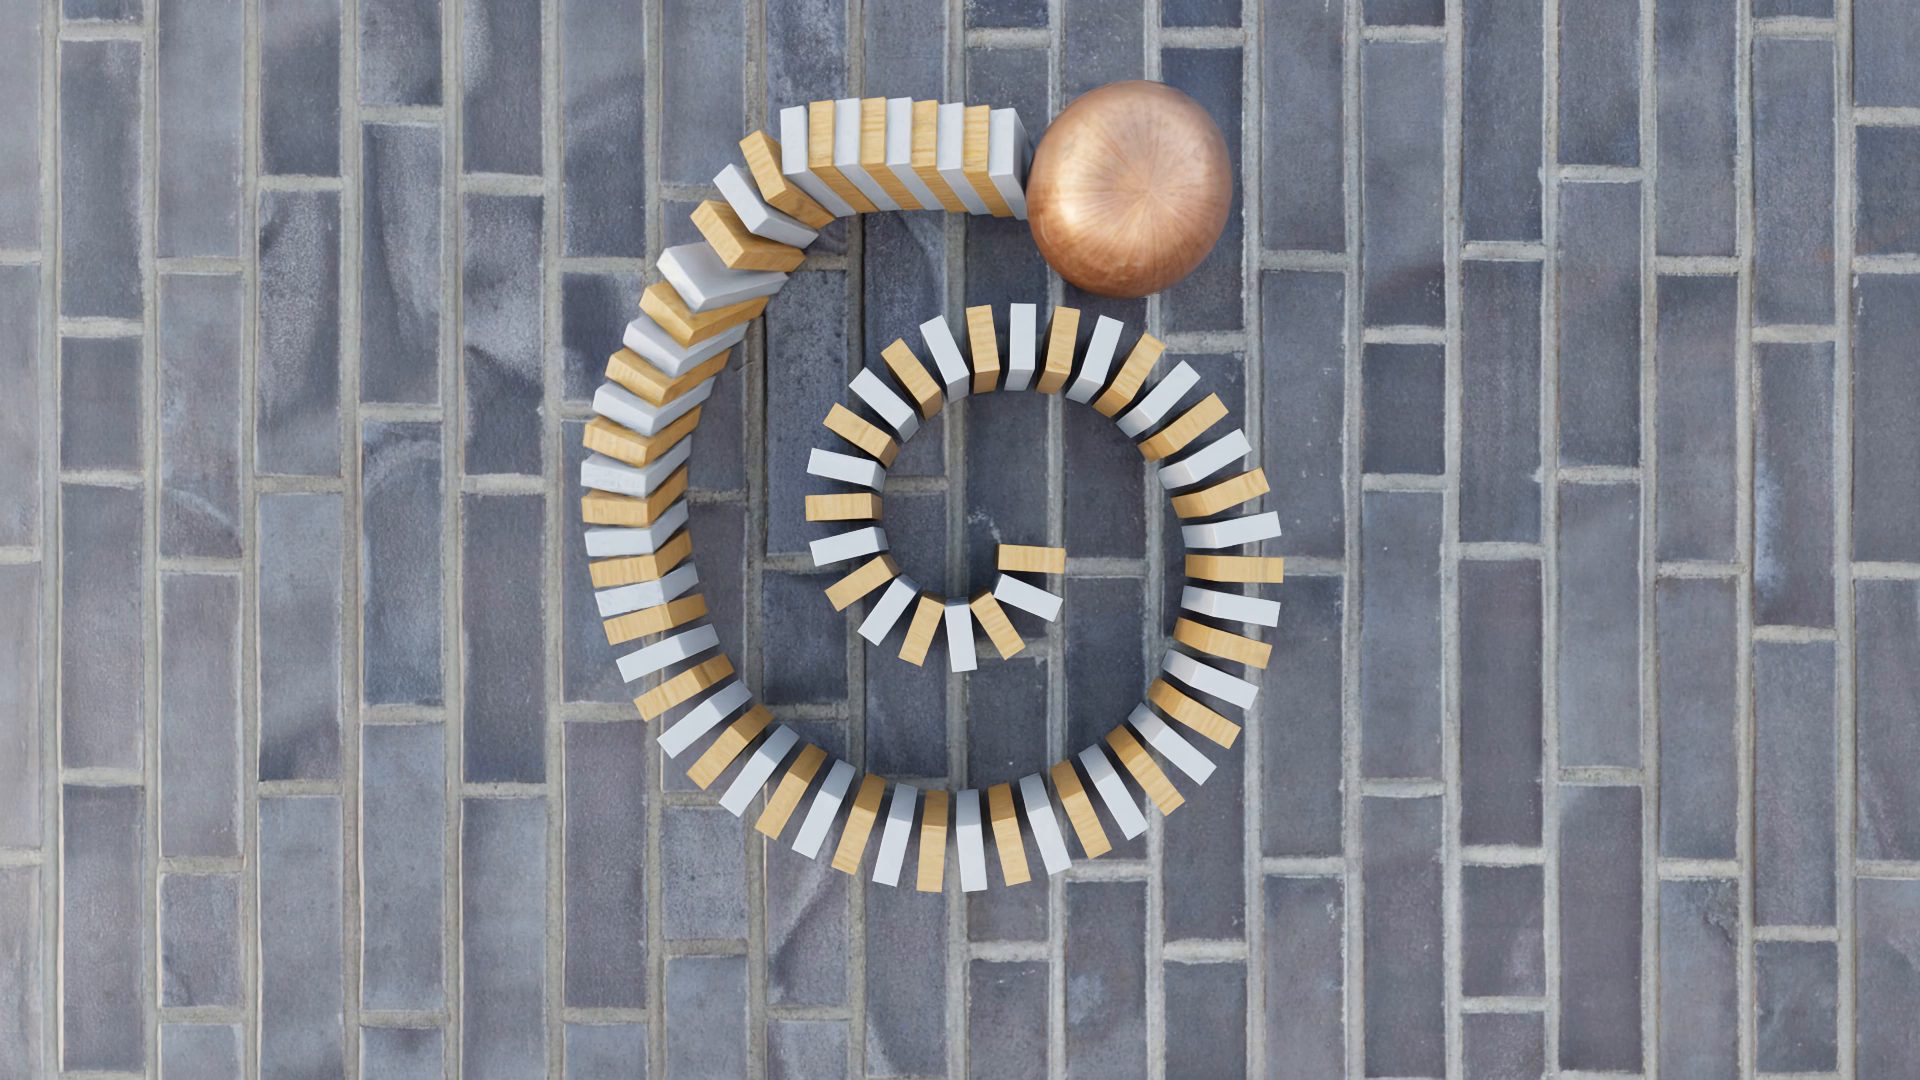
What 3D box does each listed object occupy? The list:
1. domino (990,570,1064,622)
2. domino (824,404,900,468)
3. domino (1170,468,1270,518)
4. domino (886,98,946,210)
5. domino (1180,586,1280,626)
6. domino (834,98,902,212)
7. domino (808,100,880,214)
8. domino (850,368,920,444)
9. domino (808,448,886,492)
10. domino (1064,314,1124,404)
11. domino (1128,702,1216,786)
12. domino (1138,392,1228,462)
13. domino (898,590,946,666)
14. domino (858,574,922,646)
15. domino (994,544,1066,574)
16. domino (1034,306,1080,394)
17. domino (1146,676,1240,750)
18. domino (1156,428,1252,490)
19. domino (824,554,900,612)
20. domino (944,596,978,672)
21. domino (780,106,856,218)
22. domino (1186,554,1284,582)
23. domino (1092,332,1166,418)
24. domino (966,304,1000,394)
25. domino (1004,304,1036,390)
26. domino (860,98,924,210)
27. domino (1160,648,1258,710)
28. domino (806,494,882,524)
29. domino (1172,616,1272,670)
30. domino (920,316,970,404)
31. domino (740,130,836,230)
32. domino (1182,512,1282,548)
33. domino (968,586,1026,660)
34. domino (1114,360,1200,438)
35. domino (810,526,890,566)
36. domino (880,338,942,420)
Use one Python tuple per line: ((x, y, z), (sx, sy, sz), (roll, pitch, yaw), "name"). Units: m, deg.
((0.026, 0.022, 0.375), (0.025, 0.050, 0.010), (23, 90, 0), "domino")
((-0.039, -0.042, 0.375), (0.025, 0.050, 0.009), (32, 90, 0), "domino")
((0.105, -0.019, 0.375), (0.025, 0.050, 0.009), (-22, 90, 0), "domino")
((-0.017, -0.156, 0.375), (0.010, 0.050, 0.025), (1, 90, 16), "domino")
((0.109, 0.027, 0.375), (0.025, 0.050, 0.009), (10, 90, 0), "domino")
((-0.036, -0.156, 0.375), (0.010, 0.050, 0.025), (1, 90, 16), "domino")
((-0.046, -0.155, 0.375), (0.010, 0.050, 0.025), (1, 90, 16), "domino")
((-0.030, -0.054, 0.375), (0.025, 0.050, 0.010), (42, 90, 0), "domino")
((-0.045, -0.028, 0.375), (0.025, 0.050, 0.010), (12, 90, 0), "domino")
((0.054, -0.073, 0.375), (0.009, 0.050, 0.025), (19, 90, 0), "domino")
((0.086, 0.082, 0.375), (0.025, 0.050, 0.009), (40, 90, 0), "domino")
((0.090, -0.045, 0.375), (0.025, 0.050, 0.010), (-37, 90, 0), "domino")
((-0.015, 0.035, 0.375), (0.009, 0.050, 0.025), (21, 90, 0), "domino")
((-0.028, 0.028, 0.375), (0.009, 0.050, 0.025), (36, 90, 0), "domino")
((0.027, 0.007, 0.375), (0.025, 0.050, 0.010), (4, 90, 0), "domino")
((0.039, -0.076, 0.375), (0.010, 0.050, 0.025), (9, 90, 0), "domino")
((0.094, 0.070, 0.375), (0.025, 0.050, 0.009), (30, 90, 0), "domino")
((0.098, -0.032, 0.375), (0.025, 0.050, 0.009), (-30, 90, 0), "domino")
((-0.039, 0.017, 0.375), (0.025, 0.050, 0.009), (-32, 90, 0), "domino")
((0.000, 0.038, 0.375), (0.010, 0.050, 0.025), (-7, 90, 0), "domino")
((-0.057, -0.153, 0.375), (0.010, 0.050, 0.025), (-2, 90, 16), "domino")
((0.111, 0.011, 0.375), (0.025, 0.050, 0.010), (2, 90, 0), "domino")
((0.068, -0.066, 0.375), (0.010, 0.050, 0.025), (32, 90, 0), "domino")
((0.009, -0.077, 0.375), (0.010, 0.050, 0.025), (-8, 90, 0), "domino")
((0.024, -0.078, 0.375), (0.010, 0.050, 0.025), (1, 90, 0), "domino")
((-0.027, -0.156, 0.375), (0.010, 0.050, 0.025), (1, 90, 16), "domino")
((0.101, 0.056, 0.375), (0.025, 0.050, 0.009), (22, 90, 0), "domino")
((-0.046, -0.013, 0.375), (0.025, 0.050, 0.010), (-3, 90, 0), "domino")
((0.106, 0.041, 0.375), (0.025, 0.050, 0.010), (16, 90, 0), "domino")
((-0.006, -0.073, 0.375), (0.009, 0.050, 0.025), (-25, 90, 0), "domino")
((-0.069, -0.146, 0.375), (0.010, 0.050, 0.025), (-24, 90, 16), "domino")
((0.110, -0.004, 0.375), (0.025, 0.050, 0.009), (-11, 90, 0), "domino")
((0.014, 0.033, 0.375), (0.009, 0.050, 0.025), (-33, 90, 0), "domino")
((0.080, -0.057, 0.375), (0.009, 0.050, 0.025), (45, 90, 0), "domino")
((-0.044, 0.002, 0.375), (0.025, 0.050, 0.009), (-14, 90, 0), "domino")
((-0.019, -0.065, 0.375), (0.010, 0.050, 0.025), (-38, 90, 0), "domino")
